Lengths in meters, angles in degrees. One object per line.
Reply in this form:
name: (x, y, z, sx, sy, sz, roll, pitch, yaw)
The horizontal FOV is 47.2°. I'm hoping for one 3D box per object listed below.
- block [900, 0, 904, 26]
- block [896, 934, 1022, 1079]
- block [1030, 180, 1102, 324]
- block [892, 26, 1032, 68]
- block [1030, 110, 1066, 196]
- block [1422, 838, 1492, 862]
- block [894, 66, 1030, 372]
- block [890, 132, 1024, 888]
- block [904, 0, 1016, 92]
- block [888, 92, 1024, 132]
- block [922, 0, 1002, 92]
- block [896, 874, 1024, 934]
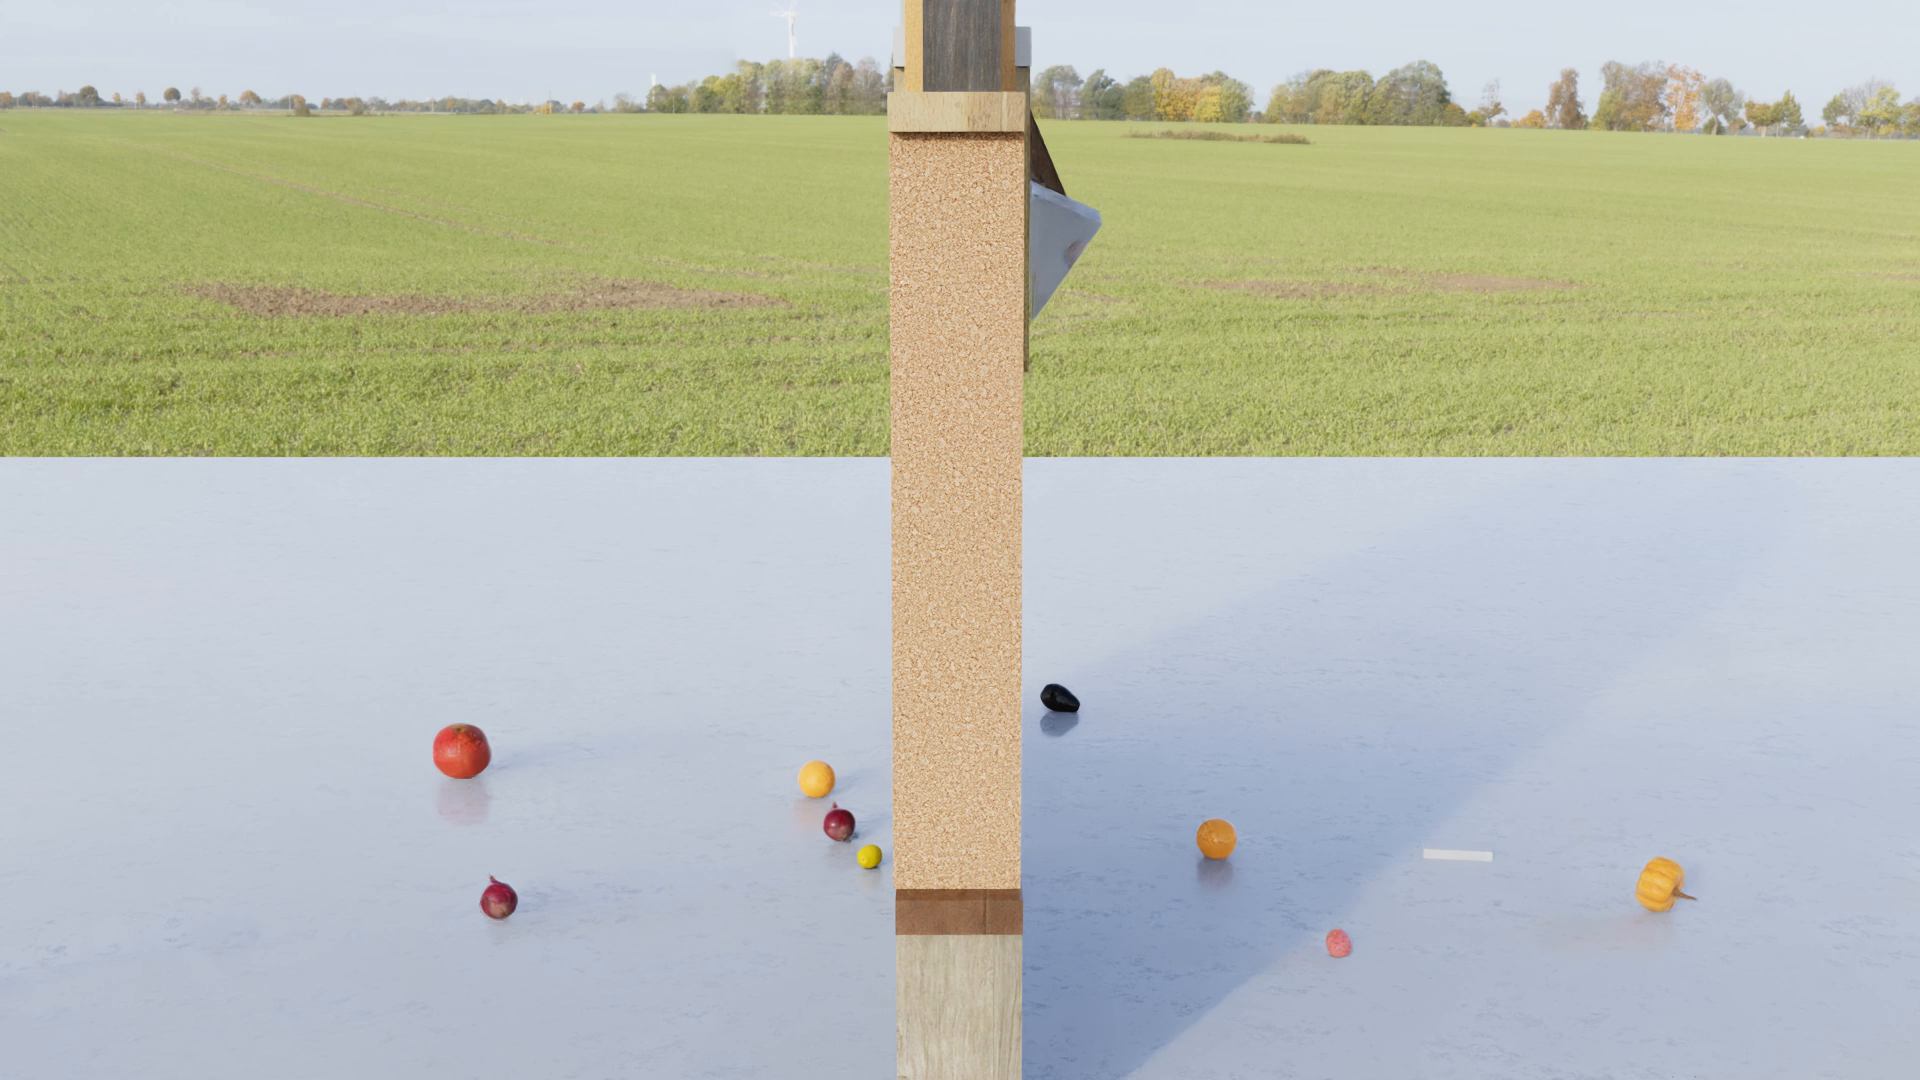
block: (-0.004, -0.835, 2.939, 0.153, 0.307, 0.043, 0, 12, 0)
block: (-0.001, 0.613, 2.709, 0.153, 0.305, 0.043, 0, 11, 0)
block: (0.081, -0.462, 4.104, 0.149, 0.448, 0.042, 20, 38, -24)
block: (0.002, -0.650, 2.925, 0.173, 0.049, 0.346, 0, 11, 0)
block: (0.088, -0.704, 4.074, 0.149, 0.299, 0.042, -23, 1, 6)
block: (0.874, 0.545, 3.867, 0.117, 0.017, 0.058, 2, 11, 9)
block: (0.003, -0.414, 2.852, 0.173, 0.389, 0.049, 0, 11, 0)
block: (-0.004, -0.025, 2.602, 0.154, 0.902, 0.044, 0, 11, 0)
block: (0.000, -0.723, 2.679, 0.135, 0.355, 0.038, 0, 11, 0)
block: (-0.004, -0.508, 2.616, 0.154, 0.044, 0.308, 0, 10, 0)
block: (0.002, -0.600, 2.502, 0.090, 0.179, 0.025, 0, 10, 0)
block: (-0.001, 0.423, 2.777, 0.153, 0.043, 0.305, 0, 11, 0)
